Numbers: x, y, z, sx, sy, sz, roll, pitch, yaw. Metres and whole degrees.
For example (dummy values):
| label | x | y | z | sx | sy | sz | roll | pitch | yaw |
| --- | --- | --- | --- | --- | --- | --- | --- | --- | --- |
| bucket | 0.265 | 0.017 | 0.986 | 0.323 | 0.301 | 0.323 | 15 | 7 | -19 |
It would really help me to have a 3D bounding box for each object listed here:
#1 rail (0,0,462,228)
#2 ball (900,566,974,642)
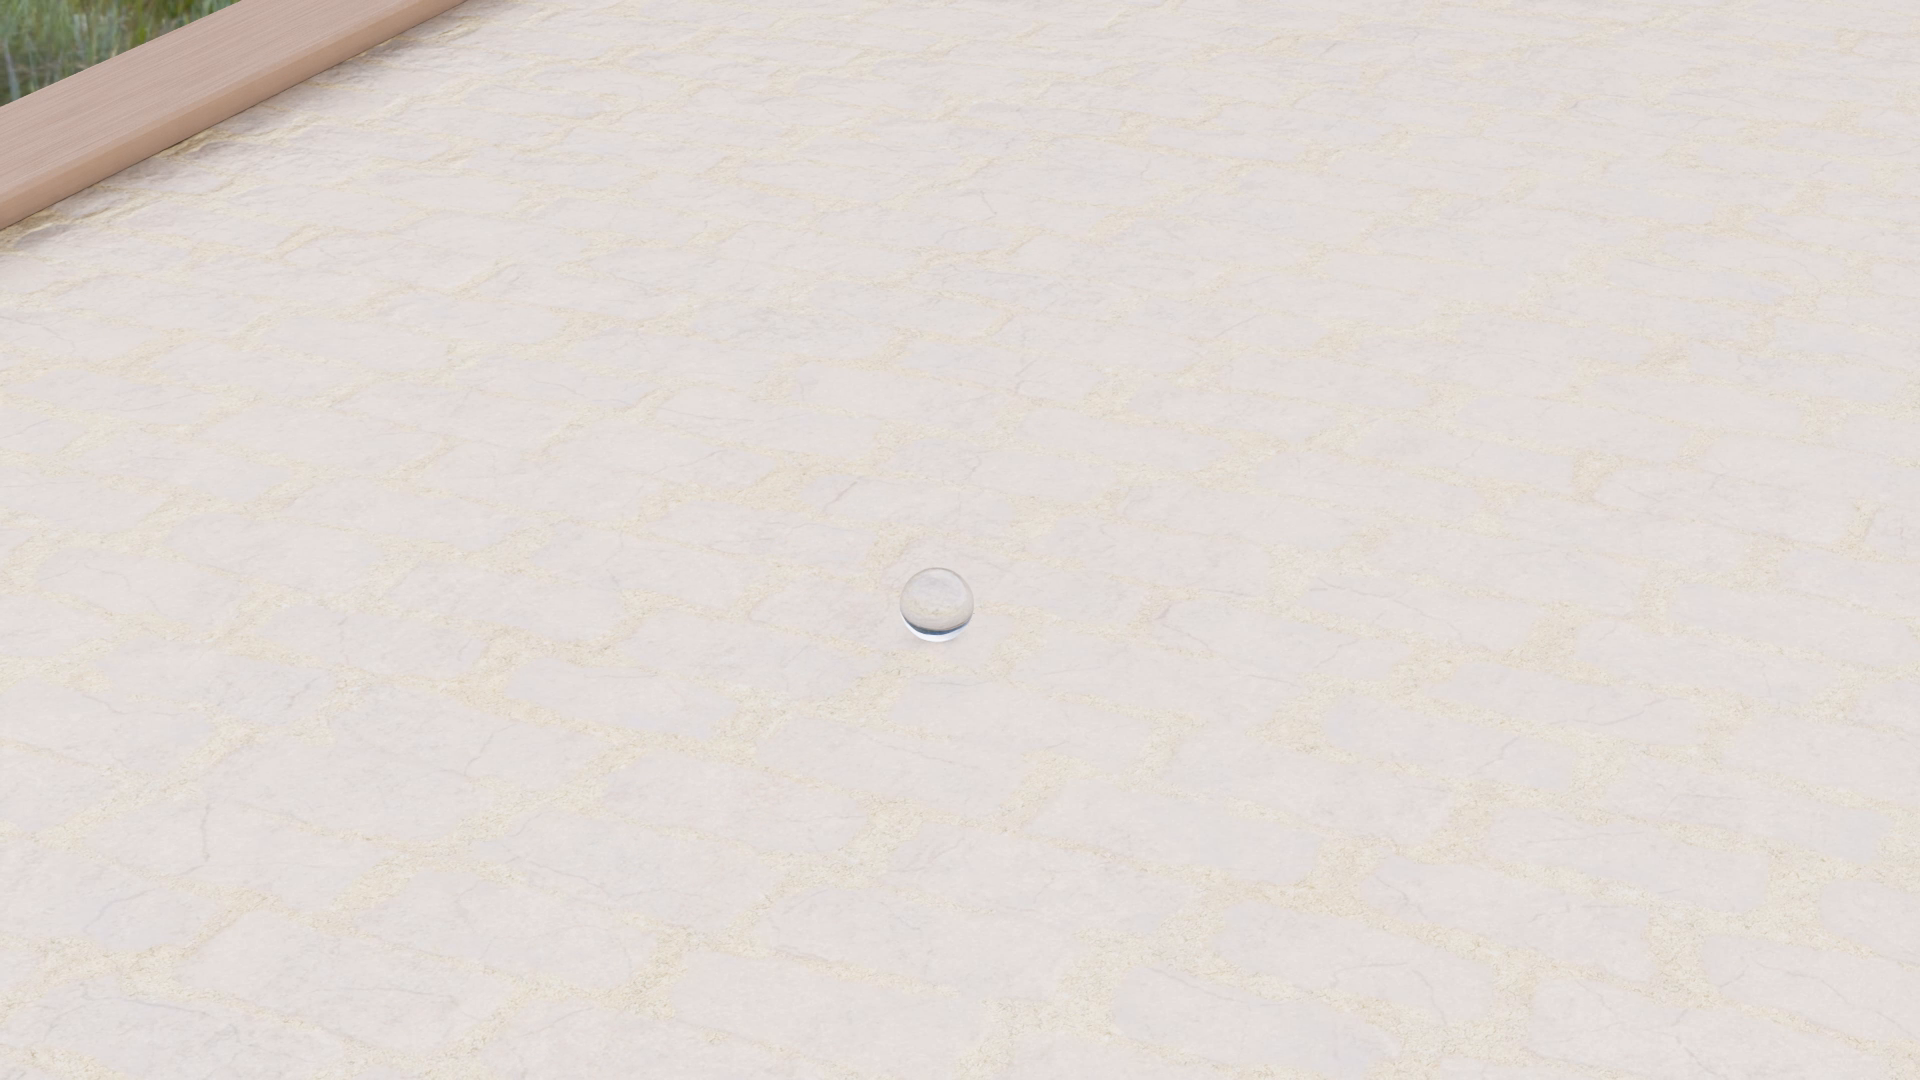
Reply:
| label | x | y | z | sx | sy | sz | roll | pitch | yaw |
| --- | --- | --- | --- | --- | --- | --- | --- | --- | --- |
| rail | -0.446 | -0.558 | 2.790 | 0.045 | 0.092 | 3.586 | 12 | 29 | 21 |
| ball | -0.013 | 0.037 | 1.689 | 0.043 | 0.043 | 0.043 | 0 | 27 | 0 |
